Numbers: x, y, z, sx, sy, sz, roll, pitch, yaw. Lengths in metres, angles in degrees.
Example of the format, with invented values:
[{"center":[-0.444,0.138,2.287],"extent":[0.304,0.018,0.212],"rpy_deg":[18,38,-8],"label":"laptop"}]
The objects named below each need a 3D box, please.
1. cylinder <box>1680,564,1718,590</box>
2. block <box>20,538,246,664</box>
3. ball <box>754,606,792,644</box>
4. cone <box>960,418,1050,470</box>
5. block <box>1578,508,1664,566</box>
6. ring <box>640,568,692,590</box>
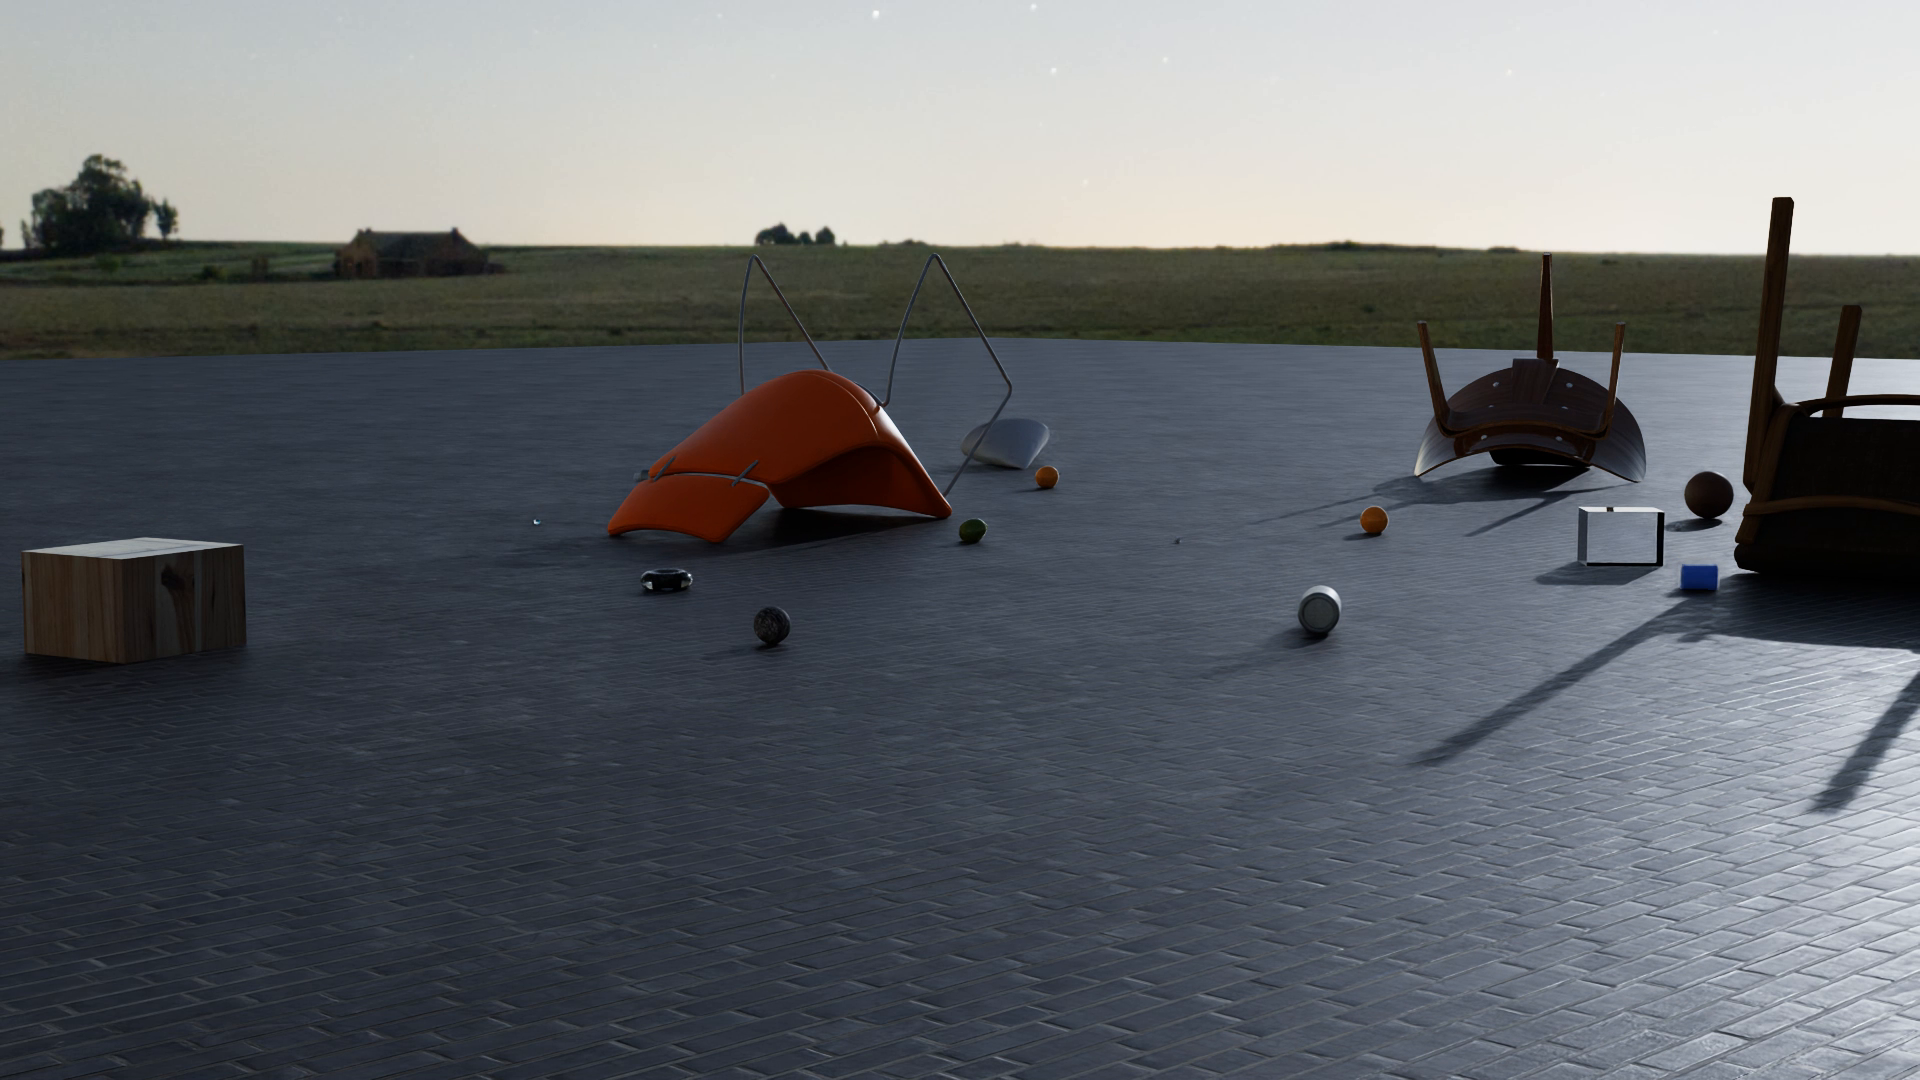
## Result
[{"center":[1.556,0.078,5.400],"extent":[0.069,0.053,0.056],"rpy_deg":[1,9,9],"label":"cylinder"},{"center":[-1.460,0.103,4.542],"extent":[0.252,0.179,0.277],"rpy_deg":[3,7,30],"label":"block"},{"center":[-0.337,0.153,4.604],"extent":[0.067,0.067,0.067],"rpy_deg":[0,6,0],"label":"ball"},{"center":[0.190,-0.293,8.858],"extent":[0.321,0.164,0.299],"rpy_deg":[-9,23,-9],"label":"cone"},{"center":[1.514,-0.008,5.882],"extent":[0.172,0.125,0.112],"rpy_deg":[0,6,3],"label":"block"},{"center":[-0.619,0.084,5.413],"extent":[0.110,0.038,0.113],"rpy_deg":[0,7,3],"label":"ring"}]
